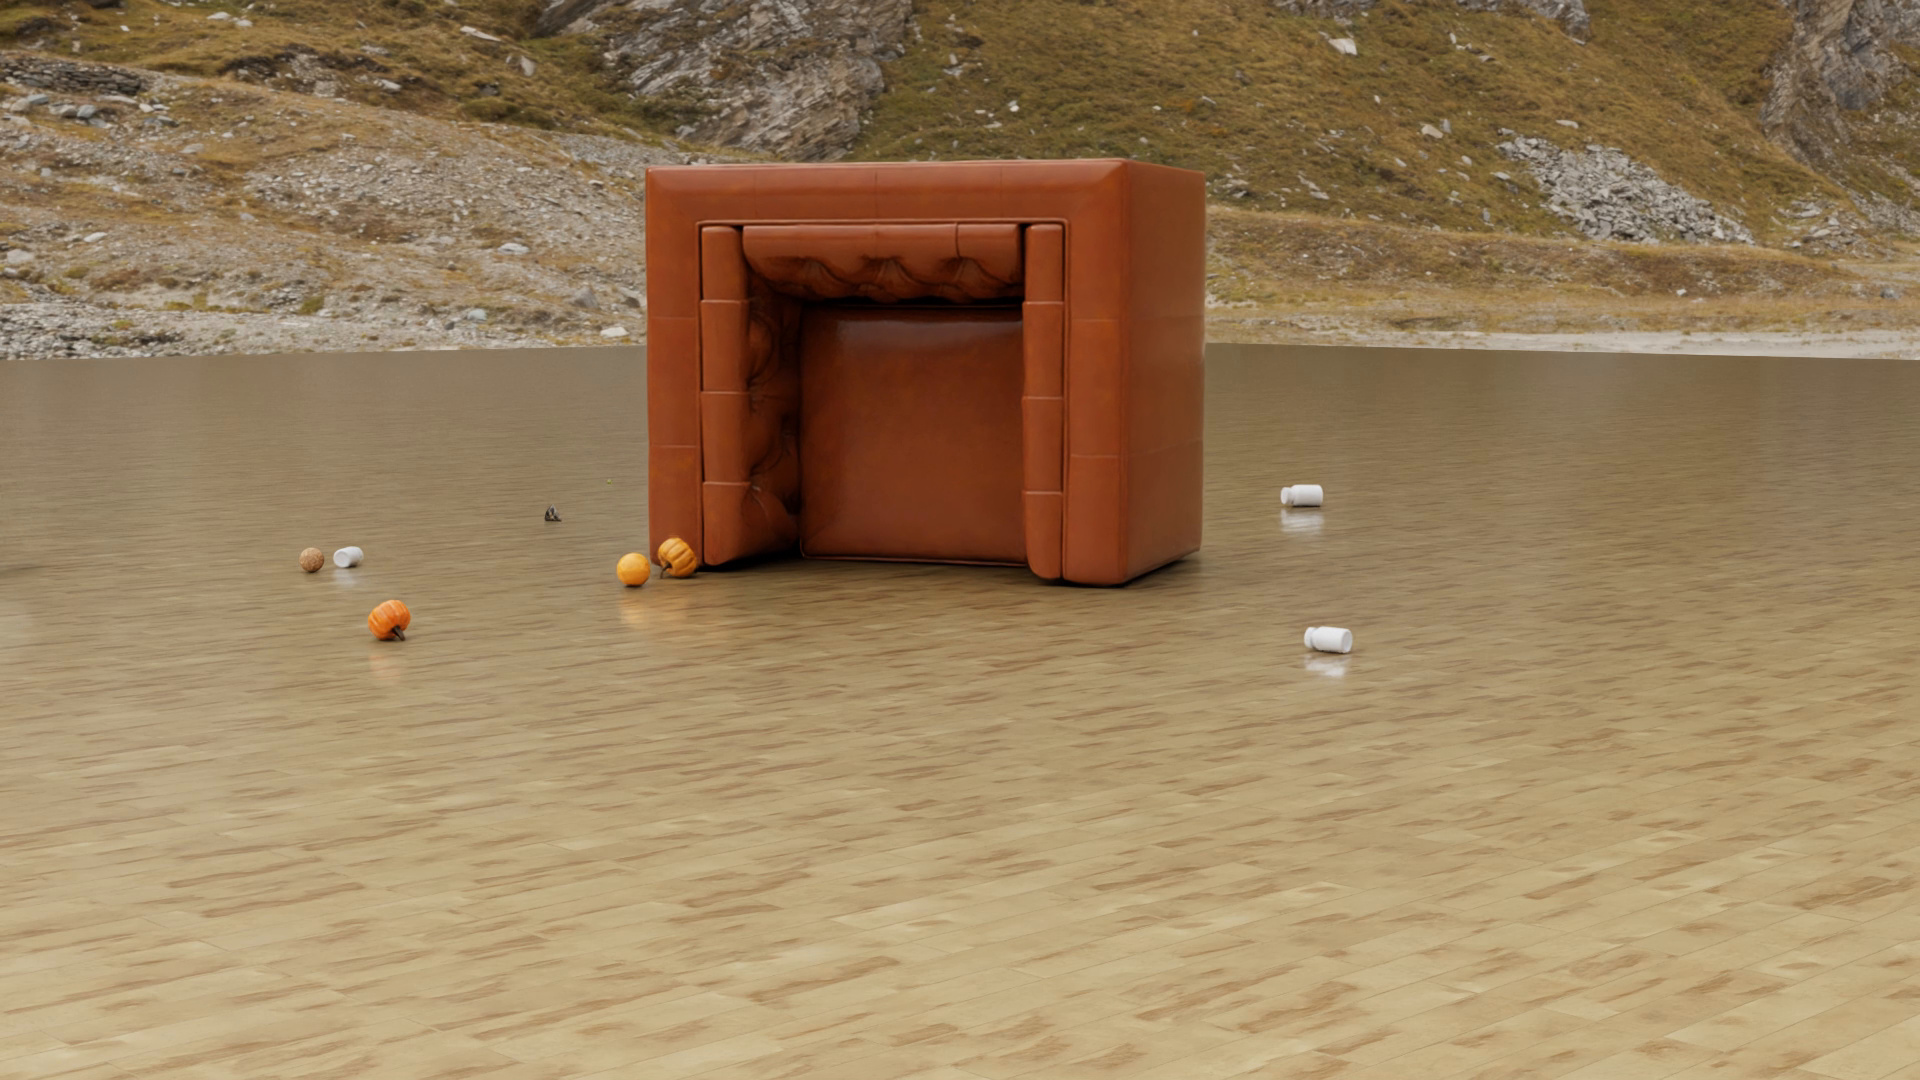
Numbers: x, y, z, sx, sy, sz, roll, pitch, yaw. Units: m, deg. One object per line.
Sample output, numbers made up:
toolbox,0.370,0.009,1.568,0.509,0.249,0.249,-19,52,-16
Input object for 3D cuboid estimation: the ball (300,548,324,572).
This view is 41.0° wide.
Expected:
ball,-1.444,0.044,5.717,0.054,0.054,0.054,0,6,0

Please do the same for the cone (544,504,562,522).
cone,-1.088,-0.062,6.910,0.049,0.049,0.034,31,13,19
